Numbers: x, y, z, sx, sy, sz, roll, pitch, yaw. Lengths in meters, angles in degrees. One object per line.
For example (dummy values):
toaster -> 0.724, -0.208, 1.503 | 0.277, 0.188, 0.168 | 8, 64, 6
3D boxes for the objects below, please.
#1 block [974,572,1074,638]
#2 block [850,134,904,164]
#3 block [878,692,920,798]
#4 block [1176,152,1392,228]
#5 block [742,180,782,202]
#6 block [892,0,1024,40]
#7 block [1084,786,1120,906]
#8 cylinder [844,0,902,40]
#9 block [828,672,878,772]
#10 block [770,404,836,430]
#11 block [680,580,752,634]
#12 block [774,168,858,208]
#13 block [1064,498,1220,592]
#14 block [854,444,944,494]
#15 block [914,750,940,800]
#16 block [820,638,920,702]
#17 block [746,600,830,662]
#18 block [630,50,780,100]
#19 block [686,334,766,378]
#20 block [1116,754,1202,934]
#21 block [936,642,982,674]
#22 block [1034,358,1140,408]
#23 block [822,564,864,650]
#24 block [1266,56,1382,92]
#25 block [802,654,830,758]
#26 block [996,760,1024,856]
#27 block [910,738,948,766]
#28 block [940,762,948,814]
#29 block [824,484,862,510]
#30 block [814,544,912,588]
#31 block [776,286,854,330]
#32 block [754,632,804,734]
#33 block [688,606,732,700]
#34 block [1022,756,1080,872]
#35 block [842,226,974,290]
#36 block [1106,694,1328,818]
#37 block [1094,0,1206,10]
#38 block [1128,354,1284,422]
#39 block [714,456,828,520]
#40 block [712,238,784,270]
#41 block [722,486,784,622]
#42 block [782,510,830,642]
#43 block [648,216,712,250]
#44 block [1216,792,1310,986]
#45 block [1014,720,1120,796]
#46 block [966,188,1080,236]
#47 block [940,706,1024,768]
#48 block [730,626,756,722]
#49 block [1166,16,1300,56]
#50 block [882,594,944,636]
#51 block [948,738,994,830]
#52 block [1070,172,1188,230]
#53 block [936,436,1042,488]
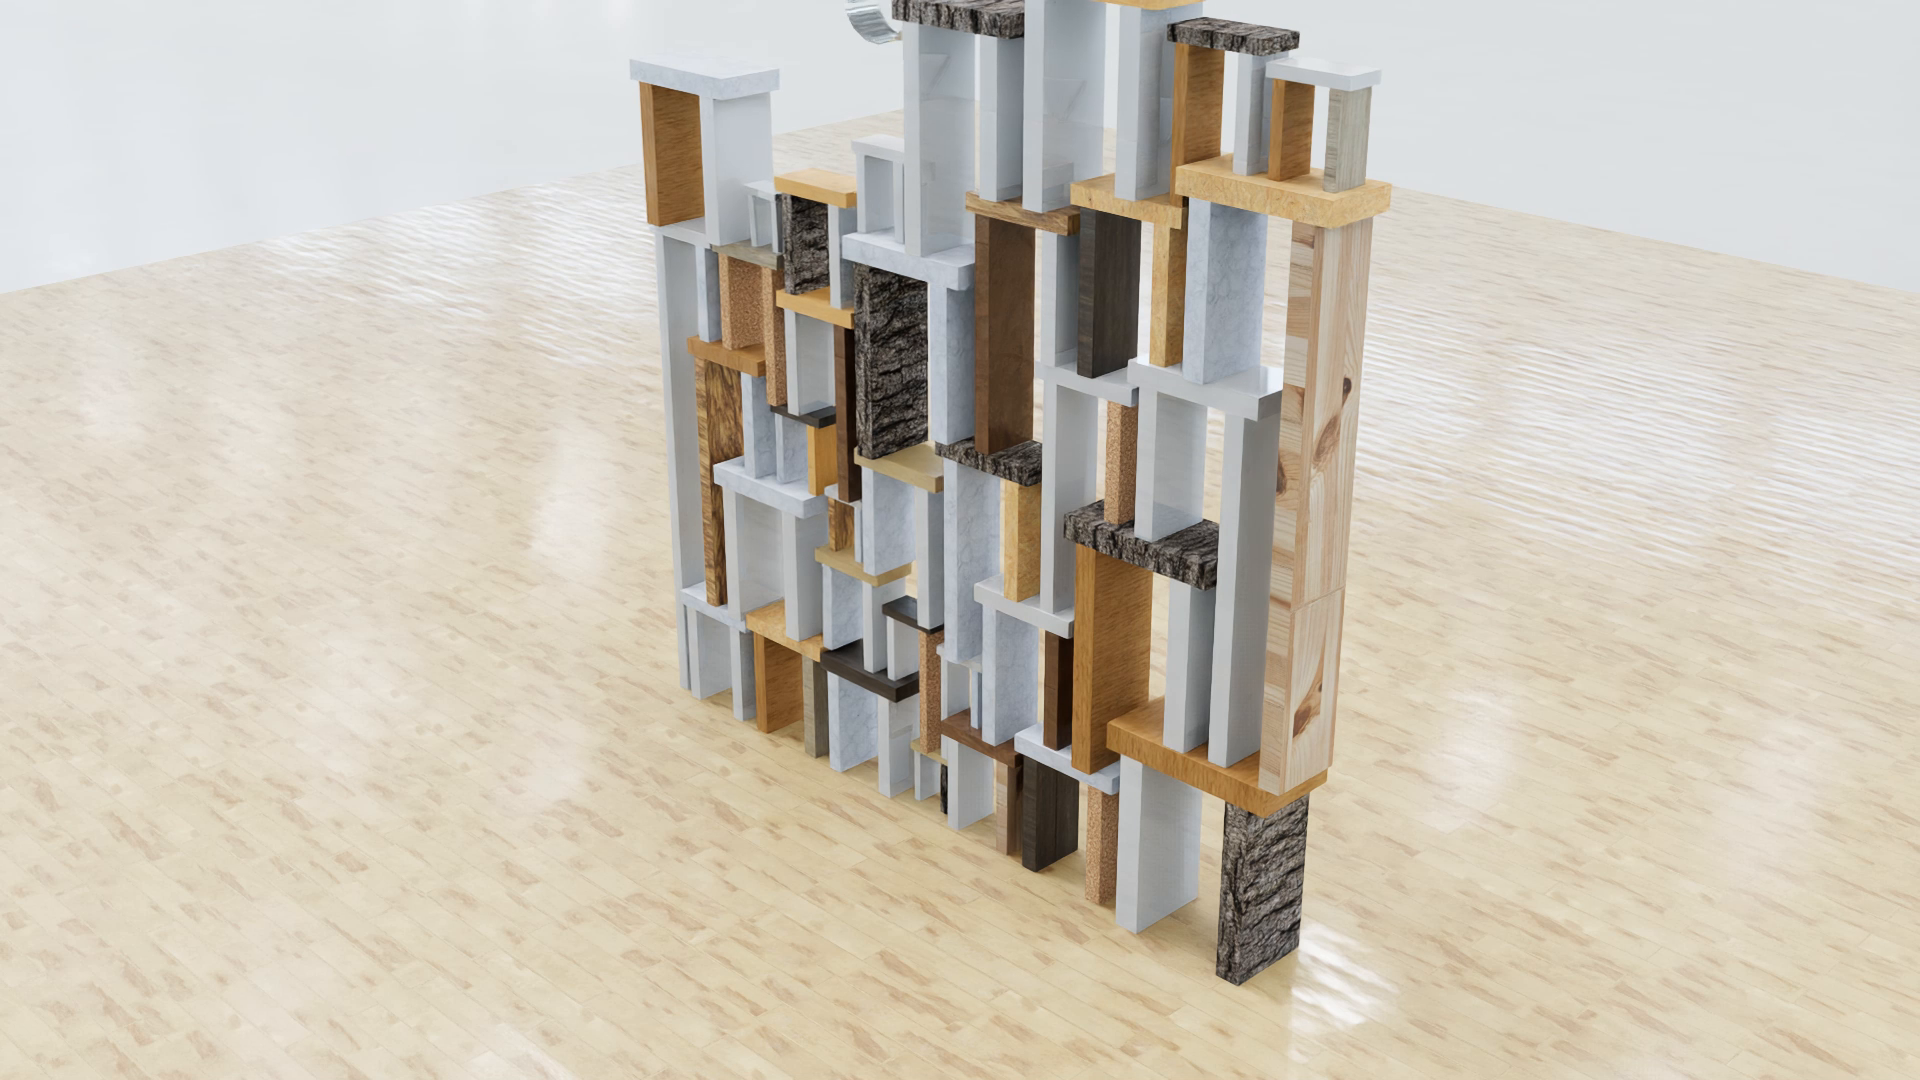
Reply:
block -> 0.154, 0.115, 4.112 | 0.240, 0.034, 0.120 | 21, 31, 41
block -> -0.122, -0.720, 4.048 | 0.150, 0.021, 0.075 | 21, 31, 40
block -> -0.115, 0.405, 4.516 | 0.032, 0.227, 0.113 | 21, 31, 41
block -> 0.503, -0.549, 3.438 | 0.303, 0.043, 0.152 | 21, 31, 40
block -> -0.375, -0.686, 4.323 | 0.053, 0.015, 0.105 | -19, 30, -37
block -> 0.031, -0.910, 3.793 | 0.282, 0.040, 0.141 | 21, 31, 40
block -> 0.292, 0.553, 4.143 | 0.035, 0.246, 0.123 | 21, 31, 41
cylinder -> -0.153, -1.535, 6.177 | 0.247, 0.247, 0.247 | 17, 21, 34
block -> -0.222, 0.363, 4.614 | 0.032, 0.227, 0.113 | 21, 31, 41
block -> -0.307, -0.261, 4.449 | 0.148, 0.021, 0.074 | 21, 31, 41
block -> -0.500, 0.140, 4.823 | 0.221, 0.031, 0.111 | 21, 31, 41
block -> -0.251, -0.675, 4.209 | 0.201, 0.028, 0.100 | 21, 31, 40
block -> 0.354, -0.002, 3.840 | 0.322, 0.046, 0.161 | 21, 31, 41
block -> -0.087, -0.149, 4.256 | 0.226, 0.032, 0.113 | 21, 31, 41
block -> -0.067, 0.473, 4.502 | 0.056, 0.112, 0.016 | -21, 31, -41
block -> -0.169, 0.265, 4.514 | 0.113, 0.032, 0.227 | -21, 31, -41
block -> -0.332, 0.190, 4.667 | 0.236, 0.033, 0.118 | 21, 31, 41
block -> -0.510, -0.927, 4.372 | 0.146, 0.041, 0.292 | -21, 31, -40
block -> -0.448, -0.389, 4.538 | 0.113, 0.032, 0.226 | -21, 31, -40
block -> 0.369, 0.530, 4.055 | 0.050, 0.356, 0.178 | 21, 31, 41
block -> 0.020, 0.224, 4.301 | 0.125, 0.018, 0.063 | 21, 31, 40
block -> 0.250, -0.286, 3.838 | 0.224, 0.032, 0.112 | 21, 31, 41
block -> -0.239, 0.126, 4.538 | 0.094, 0.187, 0.027 | -22, 33, -41
block -> 0.549, -0.706, 3.322 | 0.078, 0.022, 0.157 | -21, 31, -41
block -> -0.277, 0.335, 4.669 | 0.118, 0.236, 0.033 | -21, 31, -41
block -> 0.116, 0.508, 4.306 | 0.029, 0.202, 0.101 | 21, 31, 41
block -> -0.041, 0.424, 4.453 | 0.112, 0.016, 0.056 | 21, 31, 40
block -> -0.014, 0.494, 4.453 | 0.016, 0.113, 0.056 | 21, 31, 41
block -> -0.211, -0.090, 4.415 | 0.058, 0.017, 0.117 | -21, 31, -40
block -> -0.197, 0.043, 4.457 | 0.094, 0.027, 0.187 | -21, 31, -40
block -> -0.246, -0.461, 4.296 | 0.218, 0.031, 0.109 | 21, 31, 41
block -> -0.388, 0.292, 4.771 | 0.033, 0.236, 0.118 | 21, 31, 41
block -> -0.552, 0.236, 4.921 | 0.031, 0.221, 0.111 | 21, 31, 41
block -> 0.176, 0.508, 4.249 | 0.035, 0.246, 0.123 | 21, 31, 41
block -> -0.059, -0.527, 4.062 | 0.302, 0.043, 0.151 | 21, 31, 40
block -> 0.453, 0.376, 3.898 | 0.356, 0.050, 0.178 | 21, 31, 41
block -> 0.249, -0.910, 3.571 | 0.310, 0.044, 0.155 | 21, 31, 40
block -> 0.427, -0.265, 3.649 | 0.274, 0.039, 0.137 | 21, 31, 41
block -> -0.366, -0.119, 4.573 | 0.284, 0.040, 0.142 | 21, 31, 41
block -> -0.395, -0.584, 4.408 | 0.100, 0.028, 0.200 | -21, 31, -40
block -> -0.433, 0.012, 4.702 | 0.040, 0.301, 0.142 | 21, 31, 40
block -> -0.299, 0.056, 4.575 | 0.040, 0.284, 0.142 | 21, 31, 40
block -> -0.541, -0.643, 4.540 | 0.101, 0.029, 0.202 | -21, 31, -40
block -> 0.537, 0.596, 3.900 | 0.050, 0.356, 0.178 | 21, 31, 41
block -> 0.234, 0.401, 4.141 | 0.246, 0.035, 0.123 | 21, 31, 41
block -> 0.138, -0.579, 3.829 | 0.240, 0.034, 0.120 | 21, 31, 40
block -> 0.069, 0.383, 4.305 | 0.202, 0.029, 0.101 | 21, 31, 41
block -> -0.448, 0.277, 4.824 | 0.031, 0.221, 0.111 | 21, 31, 41
block -> 0.425, -0.785, 3.425 | 0.187, 0.027, 0.094 | 21, 31, 40
block -> -0.082, 0.148, 4.368 | 0.069, 0.020, 0.139 | -21, 31, -40
block -> 0.021, 0.471, 4.394 | 0.029, 0.202, 0.101 | 21, 31, 41
block -> 0.313, -0.565, 3.649 | 0.239, 0.034, 0.120 | 21, 31, 40
block -> 0.079, -0.159, 4.067 | 0.237, 0.034, 0.118 | 21, 31, 40
